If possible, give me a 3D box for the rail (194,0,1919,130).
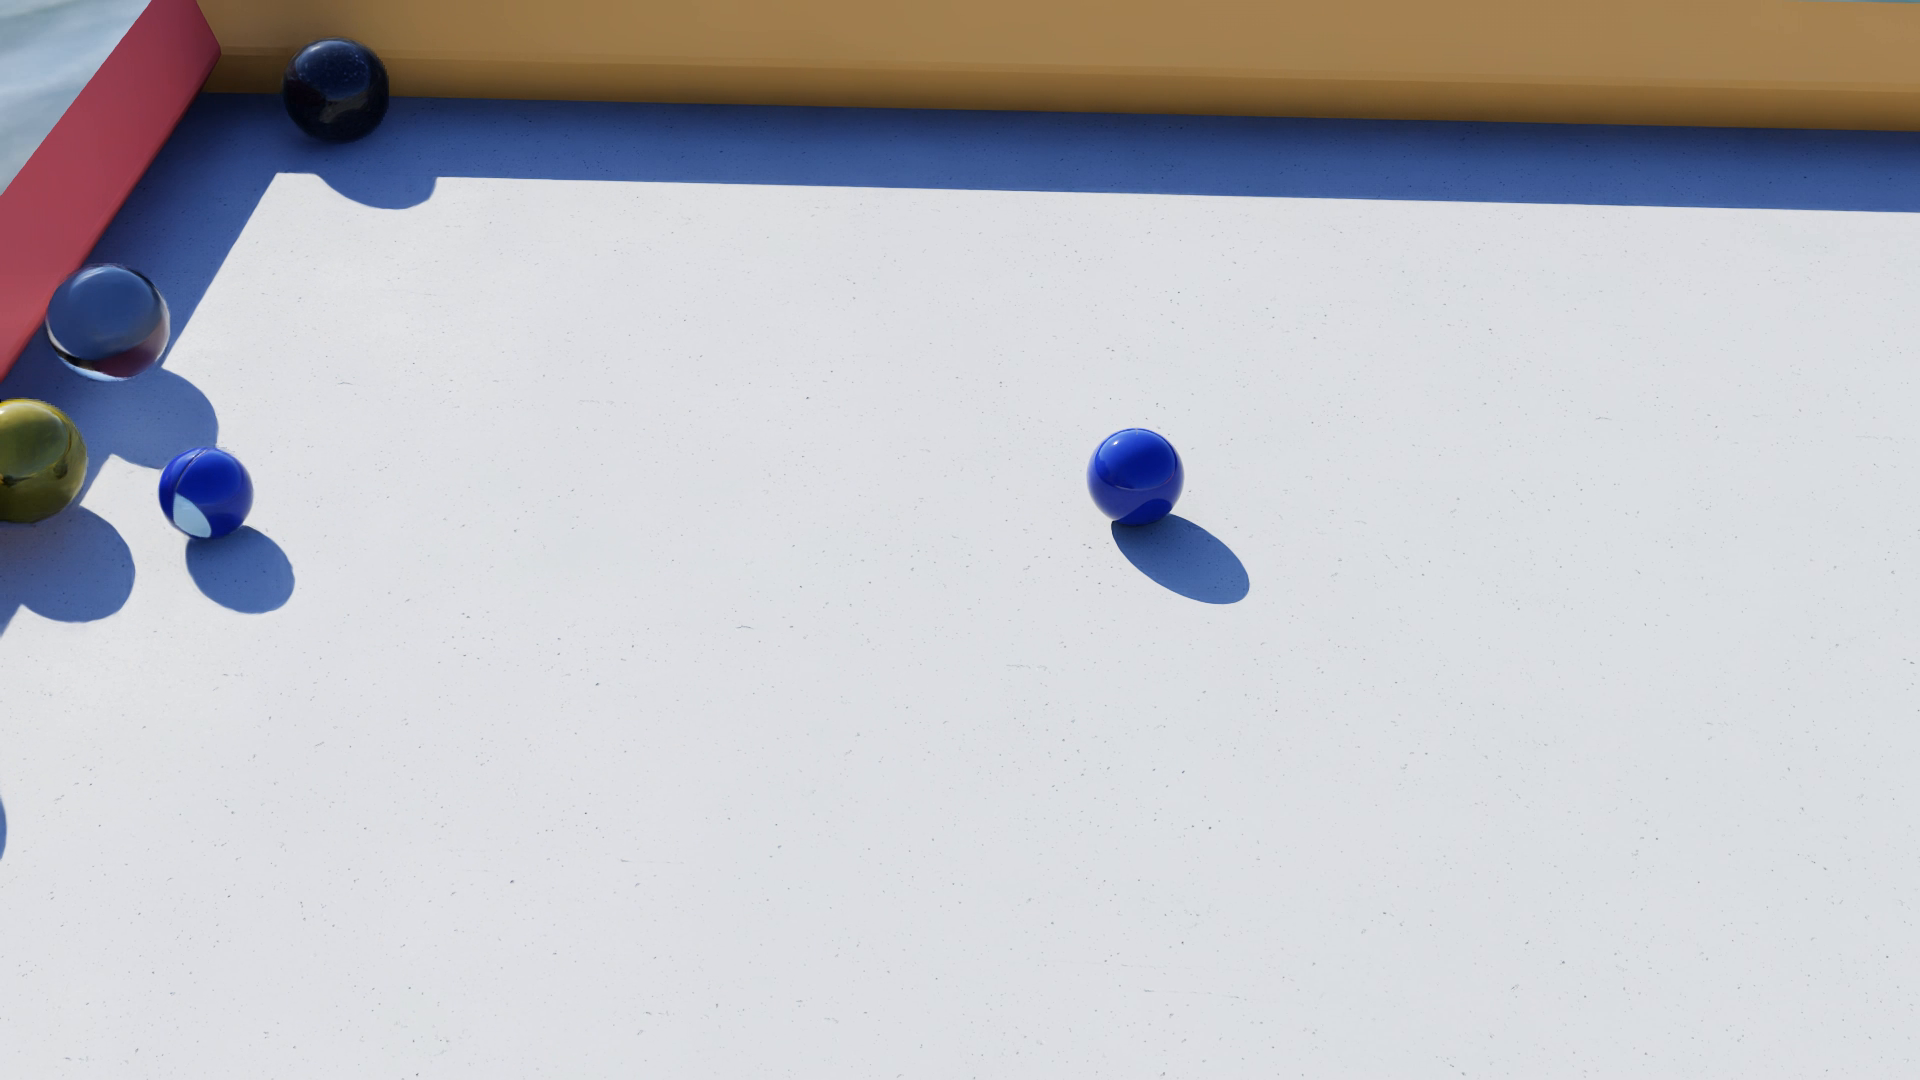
[{"bbox_3d":[0.824,-0.431,2.381,3.142,0.127,0.045,2,35,2],"label":"rail"}]

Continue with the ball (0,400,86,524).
[{"bbox_3d":[-0.689,-0.057,1.882,0.091,0.091,0.091,0,35,0],"label":"ball"}]

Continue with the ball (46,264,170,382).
[{"bbox_3d":[-0.678,-0.173,2.044,0.094,0.094,0.094,0,35,0],"label":"ball"}]

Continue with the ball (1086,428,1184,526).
[{"bbox_3d":[0.129,-0.046,1.883,0.073,0.073,0.073,0,35,0],"label":"ball"}]

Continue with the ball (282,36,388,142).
[{"bbox_3d":[-0.583,-0.420,2.394,0.097,0.097,0.097,0,35,0],"label":"ball"}]

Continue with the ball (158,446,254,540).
[{"bbox_3d":[-0.549,-0.034,1.869,0.068,0.068,0.068,0,35,0],"label":"ball"}]

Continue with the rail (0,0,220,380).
[{"bbox_3d":[-0.761,-0.040,1.824,0.045,0.127,1.572,2,35,2],"label":"rail"}]
